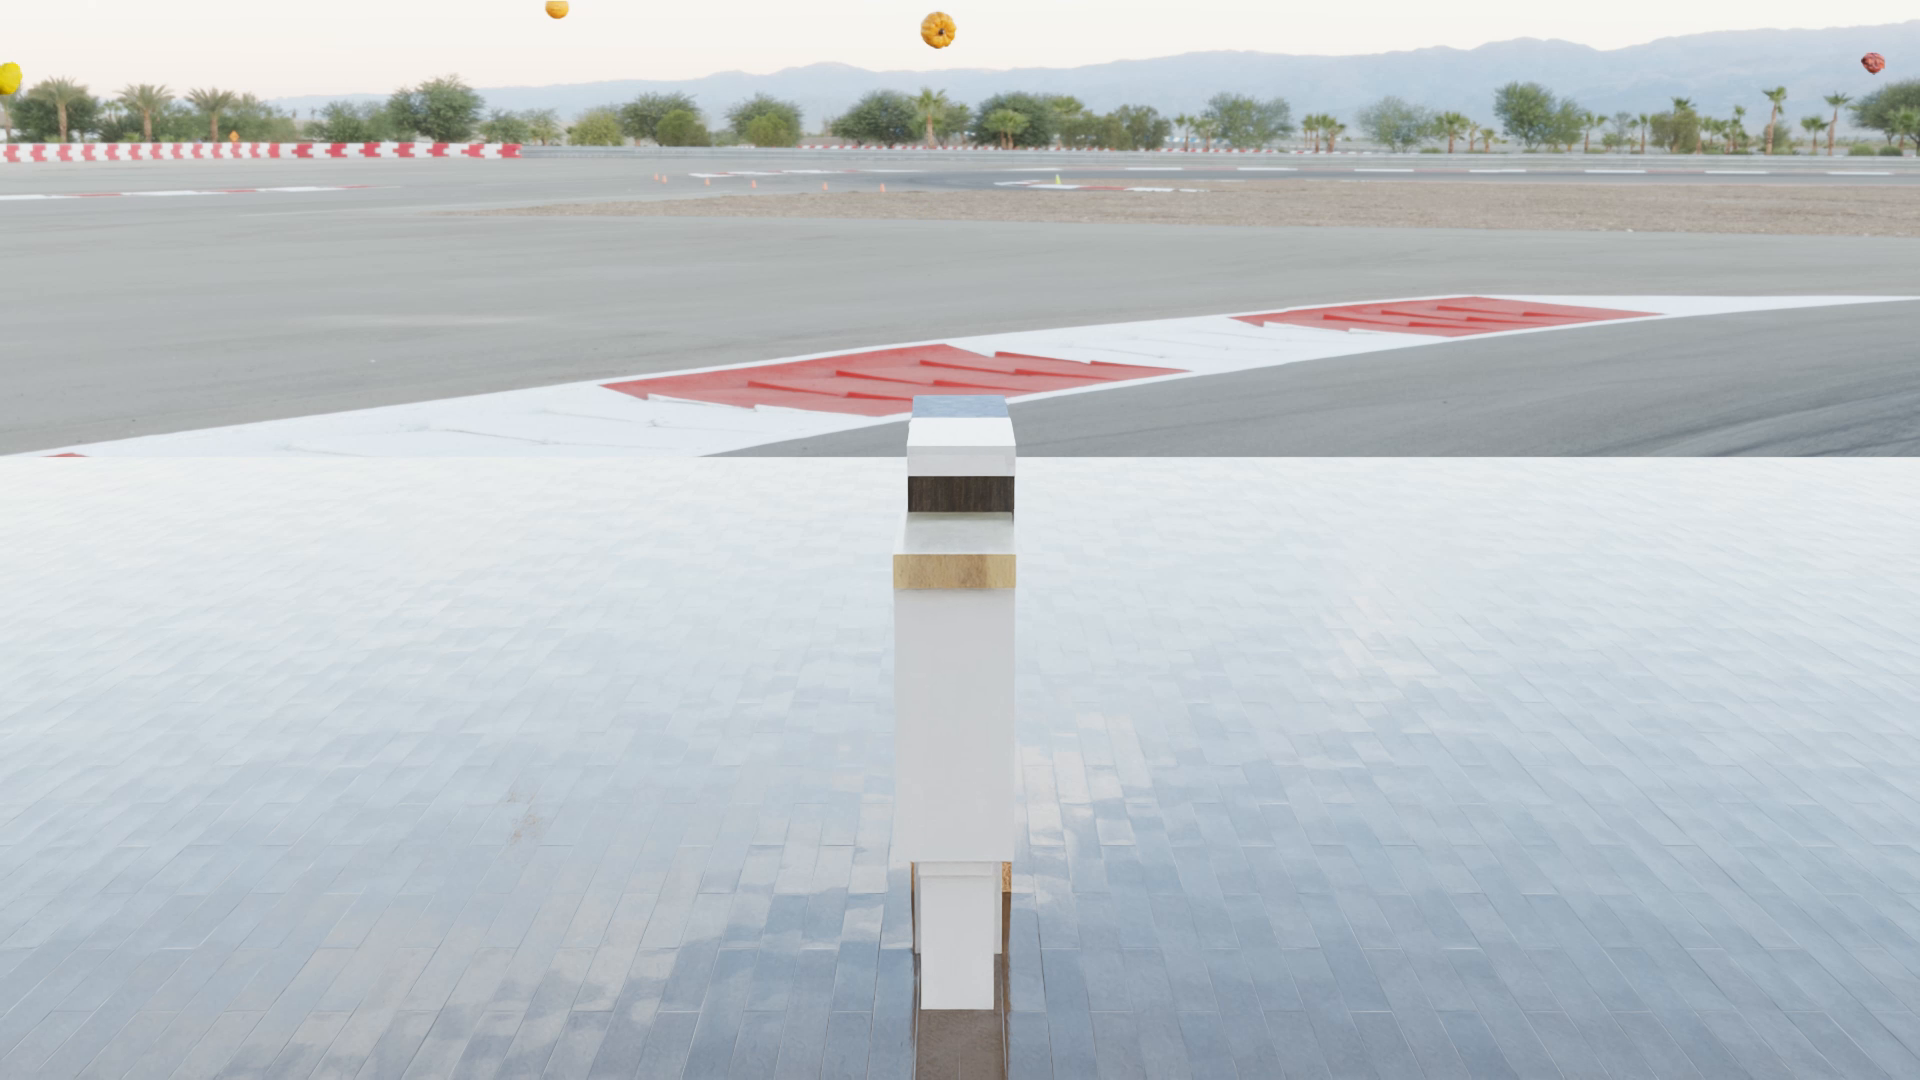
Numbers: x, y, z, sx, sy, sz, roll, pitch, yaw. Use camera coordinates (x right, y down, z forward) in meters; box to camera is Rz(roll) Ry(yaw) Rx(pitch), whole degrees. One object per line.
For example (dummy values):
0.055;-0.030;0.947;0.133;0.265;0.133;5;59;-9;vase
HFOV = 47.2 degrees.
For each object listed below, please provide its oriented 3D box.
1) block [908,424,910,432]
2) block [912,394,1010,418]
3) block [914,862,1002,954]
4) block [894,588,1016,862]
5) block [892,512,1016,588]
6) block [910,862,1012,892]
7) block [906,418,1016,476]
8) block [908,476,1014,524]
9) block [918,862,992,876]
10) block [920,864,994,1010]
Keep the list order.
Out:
-0.006;0.030;4.097;0.168;0.495;0.048;-1;11;0;block
-0.001;-0.215;3.931;0.168;0.048;0.336;-1;11;0;block
-0.003;0.504;3.396;0.134;0.268;0.038;0;11;0;block
-0.007;0.252;3.081;0.167;0.401;0.047;0;11;0;block
-0.007;0.011;3.148;0.167;0.047;0.334;0;11;0;block
0.002;0.419;3.670;0.168;0.336;0.048;0;11;0;block
0.002;-0.154;3.592;0.169;0.048;0.338;0;11;0;block
0.002;0.094;3.524;0.169;0.415;0.048;0;11;0;block
-0.007;0.443;3.228;0.105;0.030;0.210;0;11;0;block
-0.004;0.574;3.181;0.105;0.210;0.030;0;10;0;block
